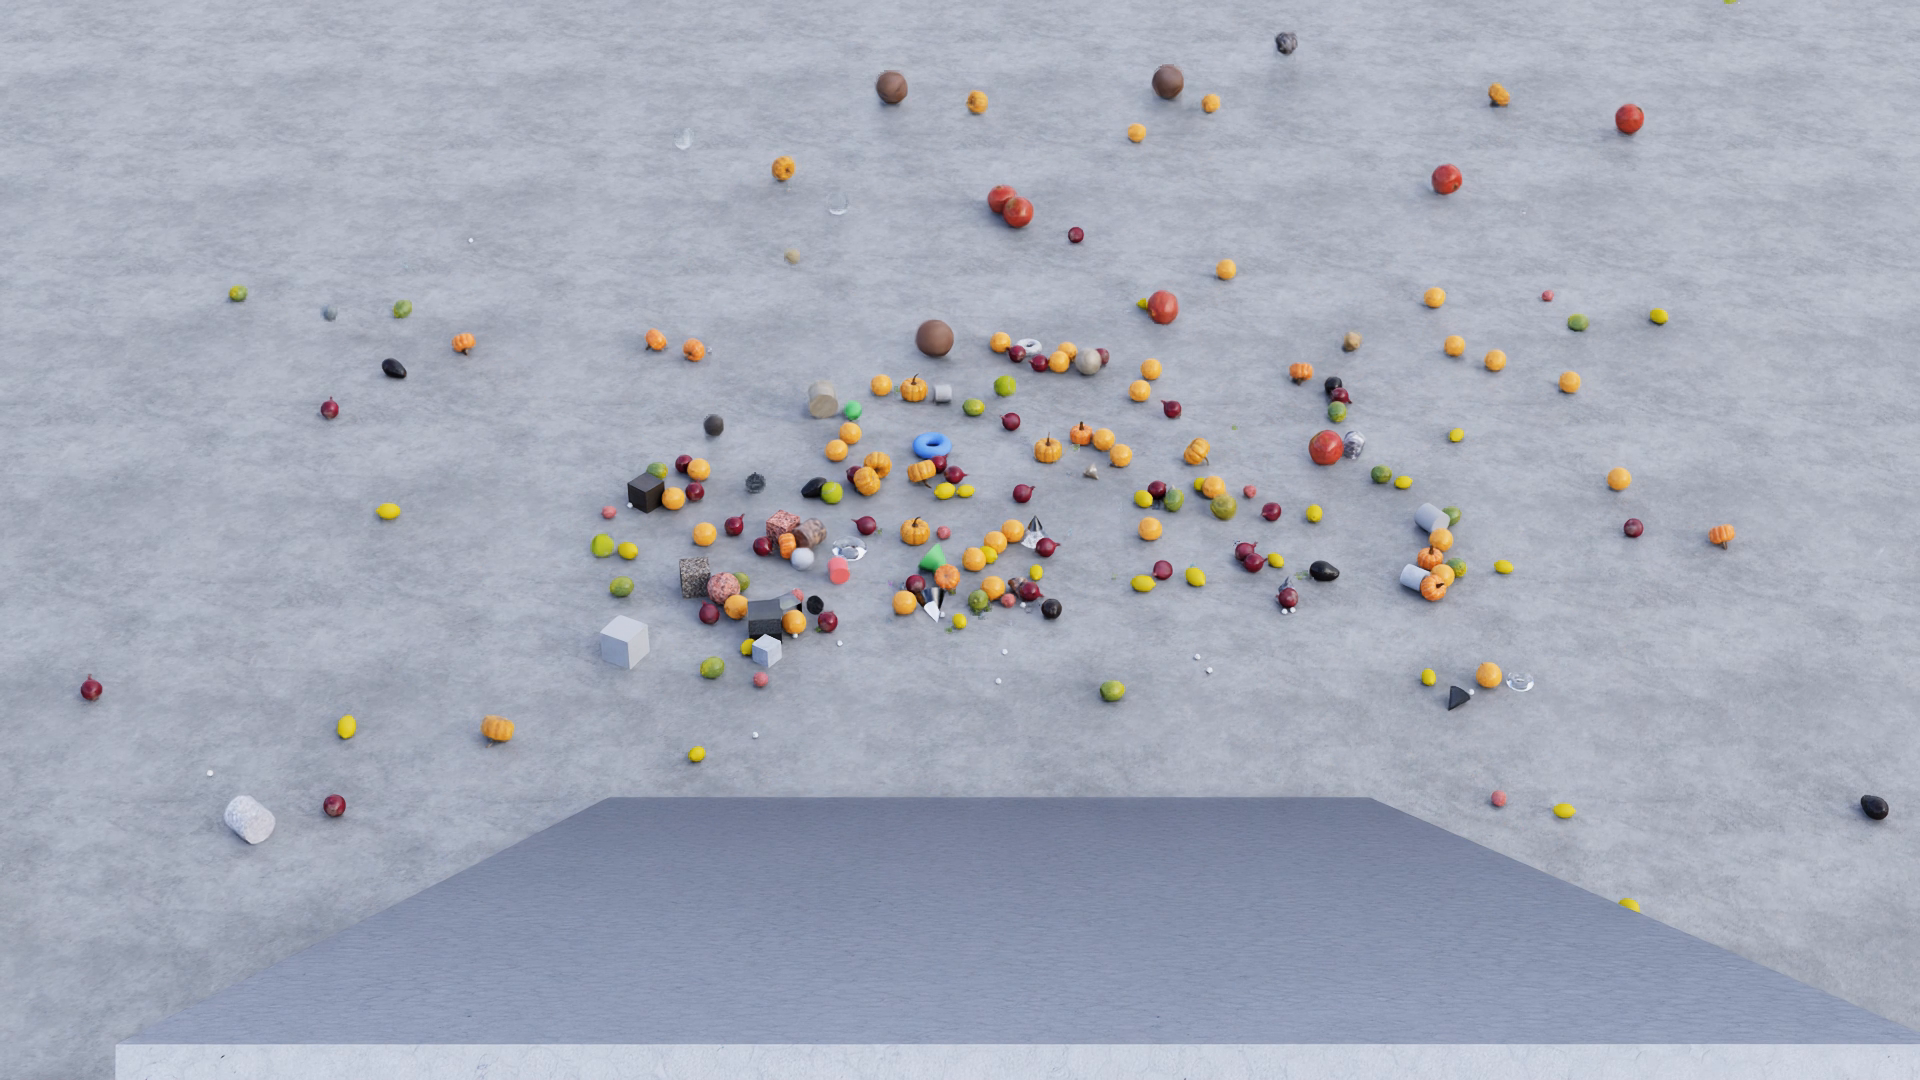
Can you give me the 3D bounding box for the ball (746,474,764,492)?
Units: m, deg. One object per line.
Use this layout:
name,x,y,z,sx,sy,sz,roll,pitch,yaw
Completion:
ball,-0.644,-0.178,8.146,0.056,0.056,0.056,0,35,0

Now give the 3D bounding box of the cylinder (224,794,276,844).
cylinder,-1.863,0.732,6.814,0.094,0.094,0.094,29,44,35

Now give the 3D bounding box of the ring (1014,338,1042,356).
ring,0.233,-0.657,8.852,0.093,0.031,0.093,-1,32,0

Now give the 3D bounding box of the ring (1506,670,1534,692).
ring,1.585,0.399,7.349,0.077,0.026,0.077,-1,35,1

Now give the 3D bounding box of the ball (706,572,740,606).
ball,-0.697,0.144,7.650,0.098,0.098,0.098,0,35,0

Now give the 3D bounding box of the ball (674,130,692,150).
ball,-1.075,-1.557,10.102,0.073,0.073,0.073,0,35,0

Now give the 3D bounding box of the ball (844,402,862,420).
ball,-0.349,-0.423,8.495,0.058,0.058,0.058,0,35,0

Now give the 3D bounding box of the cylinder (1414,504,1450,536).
cylinder,1.447,-0.063,7.965,0.076,0.076,0.076,-22,40,-28

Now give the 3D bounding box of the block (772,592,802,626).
block,-0.505,0.203,7.595,0.064,0.064,0.064,-20,40,-26

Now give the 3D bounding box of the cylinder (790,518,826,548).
cylinder,-0.461,-0.015,7.893,0.080,0.080,0.080,26,42,32

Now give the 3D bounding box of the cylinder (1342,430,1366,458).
cylinder,1.259,-0.305,8.320,0.066,0.066,0.066,10,36,14

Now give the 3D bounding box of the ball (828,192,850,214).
ball,-0.452,-1.250,9.655,0.081,0.081,0.081,0,35,0

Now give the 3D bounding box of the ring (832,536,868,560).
ring,-0.334,0.026,7.874,0.107,0.036,0.107,1,34,0

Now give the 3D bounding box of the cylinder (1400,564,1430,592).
cylinder,1.354,0.113,7.722,0.066,0.066,0.066,25,42,31

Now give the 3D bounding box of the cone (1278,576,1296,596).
cone,0.974,0.128,7.711,0.054,0.054,0.054,0,35,0

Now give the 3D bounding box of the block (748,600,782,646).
block,-0.565,0.240,7.517,0.094,0.094,0.094,-4,35,-5

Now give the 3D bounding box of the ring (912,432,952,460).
ring,-0.089,-0.302,8.336,0.126,0.042,0.126,1,36,-1

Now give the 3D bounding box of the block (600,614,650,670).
block,-0.960,0.292,7.439,0.097,0.097,0.097,18,39,24

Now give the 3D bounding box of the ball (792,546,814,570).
ball,-0.472,0.054,7.804,0.068,0.068,0.068,0,35,0

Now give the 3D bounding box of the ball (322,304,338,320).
ball,-2.189,-0.791,9.023,0.054,0.054,0.054,0,35,0

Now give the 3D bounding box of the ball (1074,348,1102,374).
ball,0.430,-0.600,8.720,0.091,0.091,0.091,0,35,0

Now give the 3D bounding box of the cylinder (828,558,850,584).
cylinder,-0.364,0.091,7.760,0.058,0.058,0.058,-6,36,-9

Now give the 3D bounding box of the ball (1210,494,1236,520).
ball,0.812,-0.104,8.019,0.080,0.080,0.080,0,35,0

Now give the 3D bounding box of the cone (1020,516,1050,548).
cone,0.229,-0.039,7.917,0.093,0.093,0.093,0,35,0

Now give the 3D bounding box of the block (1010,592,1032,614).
block,0.180,0.196,7.654,0.059,0.059,0.059,0,36,-2

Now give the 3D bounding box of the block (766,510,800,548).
block,-0.538,-0.033,7.923,0.075,0.075,0.075,20,40,26

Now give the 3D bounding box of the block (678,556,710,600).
block,-0.785,0.112,7.707,0.086,0.086,0.086,-6,35,-9

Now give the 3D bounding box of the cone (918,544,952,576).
cone,-0.059,0.079,7.790,0.097,0.097,0.097,41,46,8

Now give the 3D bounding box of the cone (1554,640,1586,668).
cone,1.735,0.347,7.421,0.092,0.092,0.092,3,30,-2

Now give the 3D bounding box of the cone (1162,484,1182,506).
cone,0.662,-0.149,8.102,0.061,0.061,0.061,0,35,0

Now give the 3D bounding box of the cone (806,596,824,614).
cone,-0.413,0.189,7.649,0.057,0.057,0.057,19,13,24

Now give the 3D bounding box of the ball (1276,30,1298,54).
ball,1.360,-2.072,10.818,0.095,0.095,0.095,0,35,0

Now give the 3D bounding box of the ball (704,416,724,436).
ball,-0.797,-0.370,8.412,0.066,0.066,0.066,0,35,0

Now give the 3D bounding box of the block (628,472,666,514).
block,-0.975,-0.147,8.080,0.081,0.081,0.081,25,42,31

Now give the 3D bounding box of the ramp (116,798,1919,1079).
ramp,0.077,0.664,4.834,2.000,0.100,4.000,0,-2,0

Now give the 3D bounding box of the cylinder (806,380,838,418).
cylinder,-0.452,-0.462,8.520,0.093,0.093,0.093,-5,35,-7

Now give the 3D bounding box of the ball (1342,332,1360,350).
ball,1.335,-0.677,8.855,0.061,0.061,0.061,0,35,0

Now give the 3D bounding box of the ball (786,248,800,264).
ball,-0.603,-1.022,9.355,0.054,0.054,0.054,0,35,0

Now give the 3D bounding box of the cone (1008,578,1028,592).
cone,0.174,0.151,7.703,0.060,0.060,0.060,-3,62,-5

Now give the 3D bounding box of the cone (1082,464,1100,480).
cone,0.424,-0.207,8.217,0.052,0.052,0.052,-31,72,-36
